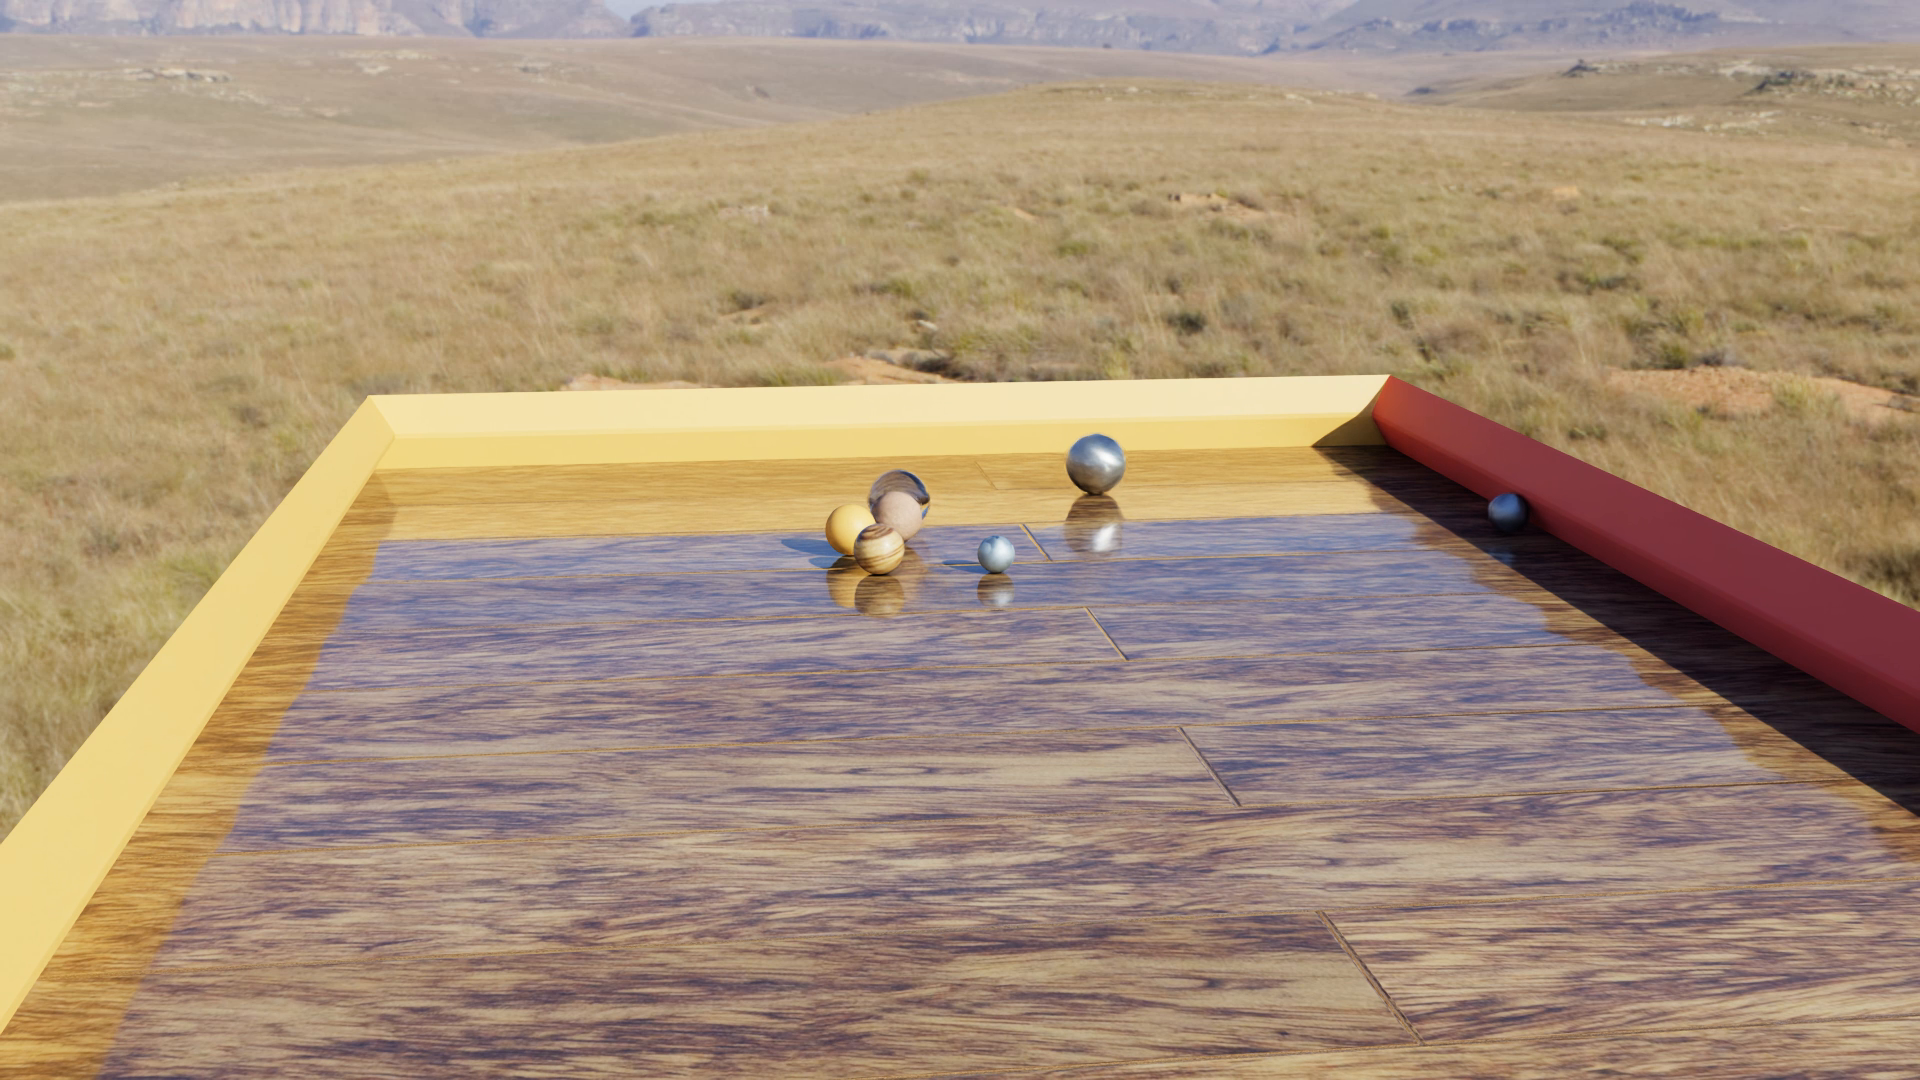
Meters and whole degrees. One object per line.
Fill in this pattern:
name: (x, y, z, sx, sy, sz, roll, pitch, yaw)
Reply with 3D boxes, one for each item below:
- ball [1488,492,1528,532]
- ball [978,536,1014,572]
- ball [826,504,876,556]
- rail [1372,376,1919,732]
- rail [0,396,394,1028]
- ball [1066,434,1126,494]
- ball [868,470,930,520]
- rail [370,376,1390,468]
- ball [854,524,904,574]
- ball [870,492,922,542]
ball: (0.790, -0.039, 3.172, 0.057, 0.057, 0.057, 0, 13, 0)
ball: (0.048, 0.019, 2.929, 0.050, 0.050, 0.050, 0, 13, 0)
ball: (-0.150, -0.014, 3.028, 0.071, 0.071, 0.071, 0, 13, 0)
rail: (0.953, 0.131, 2.261, 0.045, 0.122, 3.315, -2, 13, -8)
rail: (-0.731, 0.181, 2.039, 0.045, 0.122, 3.315, -2, 13, -8)
ball: (0.213, -0.119, 3.443, 0.094, 0.094, 0.094, 0, 13, 0)
ball: (-0.088, -0.057, 3.177, 0.088, 0.088, 0.088, 0, 13, 0)
rail: (-0.108, -0.199, 3.730, 1.747, 0.122, 0.045, -2, 13, -8)
ball: (-0.108, 0.012, 2.918, 0.068, 0.068, 0.068, 0, 13, 0)
ball: (-0.090, -0.032, 3.099, 0.074, 0.074, 0.074, 0, 13, 0)
